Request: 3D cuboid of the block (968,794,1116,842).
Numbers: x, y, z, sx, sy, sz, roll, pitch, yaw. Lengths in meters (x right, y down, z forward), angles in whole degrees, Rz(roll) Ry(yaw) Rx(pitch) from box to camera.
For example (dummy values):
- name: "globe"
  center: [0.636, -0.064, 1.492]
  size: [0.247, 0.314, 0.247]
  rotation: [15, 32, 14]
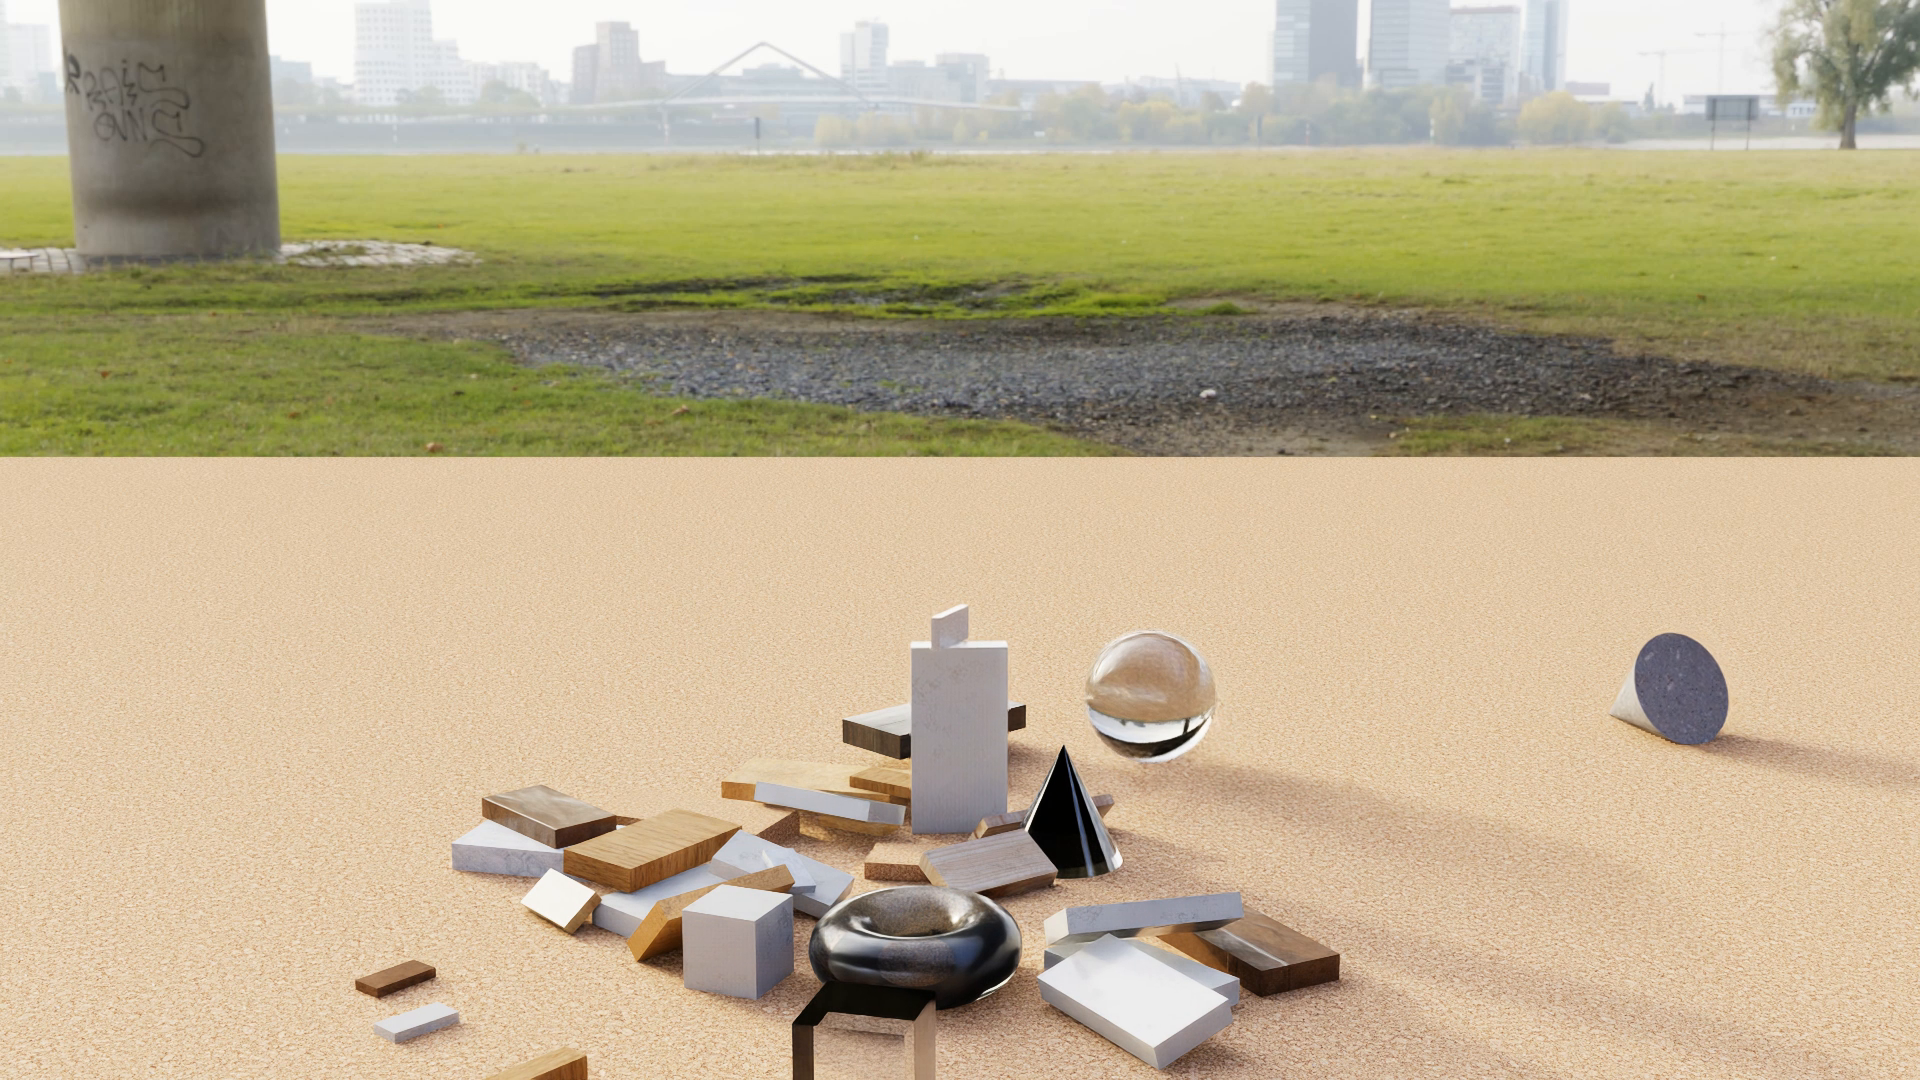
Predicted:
- name: "block"
  center: [0.148, 0.504, 3.946]
  size: [0.274, 0.073, 0.021]
  rotation: [-6, 56, -31]

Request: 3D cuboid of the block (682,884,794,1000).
- name: "block"
  center: [-0.331, 0.599, 3.287]
  size: [0.121, 0.121, 0.121]
  rotation: [4, 11, 22]

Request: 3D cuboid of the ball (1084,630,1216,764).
- name: "ball"
  center: [0.383, 0.316, 4.419]
  size: [0.266, 0.266, 0.266]
  rotation: [0, 11, 0]

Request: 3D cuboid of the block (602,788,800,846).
- name: "block"
  center: [-0.475, 0.510, 3.970]
  size: [0.332, 0.047, 0.166]
  rotation: [4, 11, 22]

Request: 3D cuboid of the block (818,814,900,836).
- name: "block"
  center: [-0.184, 0.516, 4.022]
  size: [0.137, 0.017, 0.061]
  rotation: [6, 12, 29]

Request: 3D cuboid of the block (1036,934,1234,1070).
- name: "block"
  center: [0.244, 0.649, 3.110]
  size: [0.135, 0.038, 0.271]
  rotation: [-26, 25, -27]

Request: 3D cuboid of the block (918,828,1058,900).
- name: "block"
  center: [0.048, 0.549, 3.679]
  size: [0.213, 0.030, 0.107]
  rotation: [-8, 42, -36]

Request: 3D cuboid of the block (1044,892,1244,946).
- name: "block"
  center: [0.274, 0.569, 3.299]
  size: [0.271, 0.038, 0.135]
  rotation: [-3, -17, -13]

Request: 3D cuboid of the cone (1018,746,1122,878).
- name: "cone"
  center: [0.180, 0.455, 3.825]
  size: [0.208, 0.208, 0.208]
  rotation: [0, 11, 0]

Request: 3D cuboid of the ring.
- name: "ring"
  center: [-0.066, 0.607, 3.286]
  size: [0.321, 0.107, 0.321]
  rotation: [-1, 11, 0]

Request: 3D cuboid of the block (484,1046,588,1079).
- name: "block"
  center: [-0.590, 0.723, 2.553]
  size: [0.042, 0.147, 0.382]
  rotation: [9, 14, 39]

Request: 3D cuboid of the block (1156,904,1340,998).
- name: "block"
  center: [0.437, 0.622, 3.384]
  size: [0.144, 0.041, 0.288]
  rotation: [-6, 12, -28]

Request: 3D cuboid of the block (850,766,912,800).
- name: "block"
  center: [-0.125, 0.452, 4.095]
  size: [0.147, 0.021, 0.073]
  rotation: [7, 13, 33]

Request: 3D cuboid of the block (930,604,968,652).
- name: "block"
  center: [-0.018, 0.157, 3.940]
  size: [0.017, 0.061, 0.122]
  rotation: [5, 11, 25]

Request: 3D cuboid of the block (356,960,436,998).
- name: "block"
  center: [-0.842, 0.654, 3.281]
  size: [0.053, 0.015, 0.106]
  rotation: [8, 13, 38]

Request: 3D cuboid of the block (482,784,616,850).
- name: "block"
  center: [-0.726, 0.486, 3.875]
  size: [0.123, 0.035, 0.247]
  rotation: [-9, 14, -41]

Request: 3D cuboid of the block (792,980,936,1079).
- name: "block"
  center: [-0.122, 0.671, 2.831]
  size: [0.147, 0.147, 0.147]
  rotation: [3, 11, 14]

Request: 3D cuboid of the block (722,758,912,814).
- name: "block"
  center: [-0.268, 0.471, 4.181]
  size: [0.332, 0.047, 0.166]
  rotation: [3, 11, 15]

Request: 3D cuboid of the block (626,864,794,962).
- name: "block"
  center: [-0.386, 0.579, 3.419]
  size: [0.247, 0.123, 0.035]
  rotation: [-10, 58, -43]

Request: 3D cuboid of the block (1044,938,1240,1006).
- name: "block"
  center: [0.267, 0.646, 3.260]
  size: [0.135, 0.038, 0.271]
  rotation: [-9, 14, -40]

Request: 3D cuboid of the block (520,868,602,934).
- name: "block"
  center: [-0.643, 0.582, 3.543]
  size: [0.147, 0.021, 0.073]
  rotation: [13, 55, 50]

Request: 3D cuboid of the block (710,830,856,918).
- name: "block"
  center: [-0.291, 0.549, 3.605]
  size: [0.213, 0.030, 0.107]
  rotation: [20, 24, 13]

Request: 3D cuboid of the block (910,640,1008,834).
- name: "block"
  center: [-0.002, 0.357, 3.975]
  size: [0.173, 0.346, 0.049]
  rotation: [0, 10, -3]

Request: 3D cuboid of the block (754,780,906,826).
- name: "block"
  center: [-0.236, 0.477, 3.986]
  size: [0.247, 0.035, 0.123]
  rotation: [6, -6, 30]

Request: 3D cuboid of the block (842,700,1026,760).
- name: "block"
  center: [-0.050, 0.371, 4.448]
  size: [0.346, 0.049, 0.173]
  rotation: [-10, 14, -42]

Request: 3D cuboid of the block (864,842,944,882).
- name: "block"
  center: [-0.049, 0.556, 3.772]
  size: [0.213, 0.030, 0.107]
  rotation: [2, 11, 9]

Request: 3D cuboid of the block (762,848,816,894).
- name: "block"
  center: [-0.278, 0.539, 3.577]
  size: [0.053, 0.015, 0.106]
  rotation: [1, 26, -28]

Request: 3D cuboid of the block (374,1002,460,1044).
- name: "block"
  center: [-0.771, 0.684, 3.120]
  size: [0.053, 0.015, 0.106]
  rotation: [10, 14, 42]

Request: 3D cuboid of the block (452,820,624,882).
- name: "block"
  center: [-0.693, 0.538, 3.822]
  size: [0.332, 0.047, 0.166]
  rotation: [3, 11, 15]

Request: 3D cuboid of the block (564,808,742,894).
- name: "block"
  center: [-0.513, 0.519, 3.696]
  size: [0.144, 0.041, 0.288]
  rotation: [10, 13, 32]

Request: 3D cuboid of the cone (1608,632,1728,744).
- name: "cone"
  center: [1.461, 0.345, 4.694]
  size: [0.242, 0.242, 0.242]
  rotation: [-5, -15, -24]

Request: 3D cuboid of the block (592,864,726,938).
- name: "block"
  center: [-0.439, 0.586, 3.580]
  size: [0.144, 0.041, 0.288]
  rotation: [10, 14, 43]
